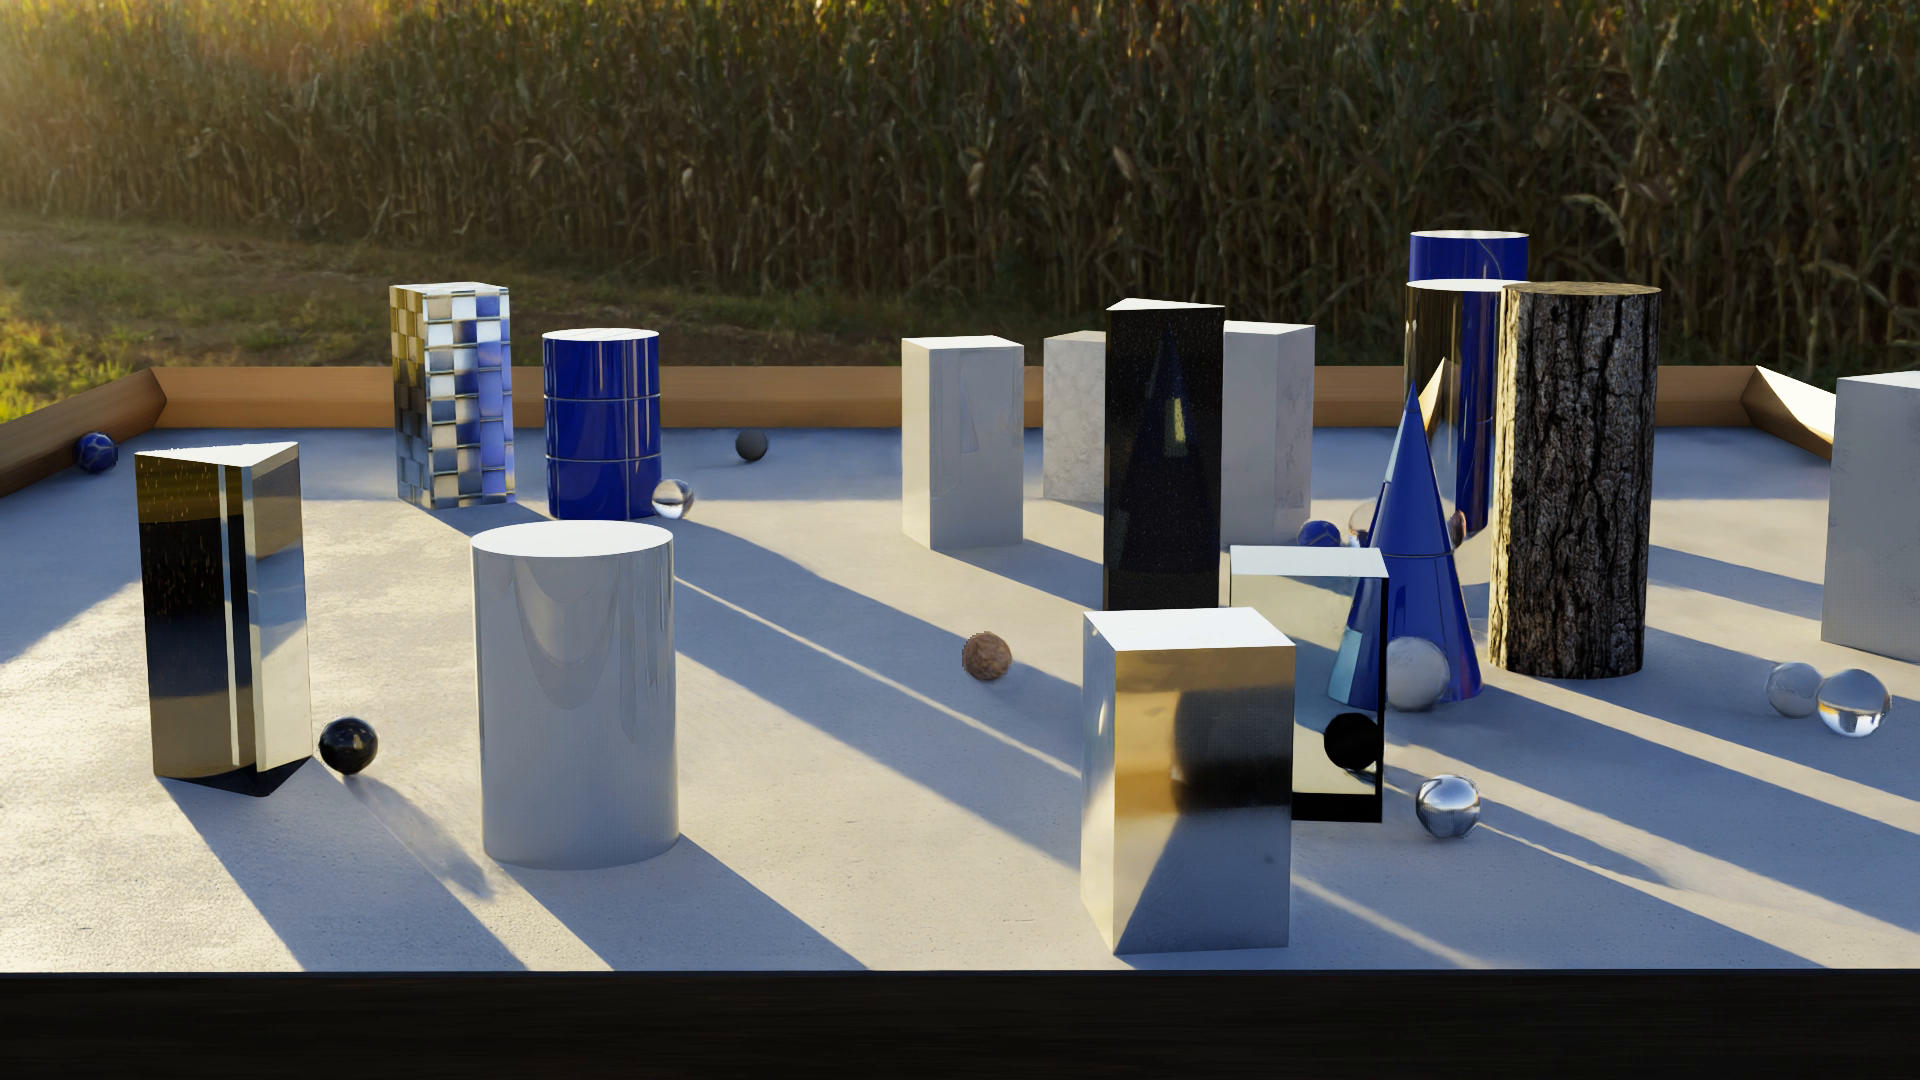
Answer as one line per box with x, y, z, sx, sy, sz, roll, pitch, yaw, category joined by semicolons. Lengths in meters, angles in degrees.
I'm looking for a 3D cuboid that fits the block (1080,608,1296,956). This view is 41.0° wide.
0.190;0.201;2.175;0.149;0.258;0.149;-1;11;-7;block

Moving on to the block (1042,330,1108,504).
0.241;-0.209;4.337;0.149;0.269;0.149;6;12;29;block

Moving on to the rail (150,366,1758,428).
-0.010;-0.284;5.138;3.230;0.121;0.045;0;11;0;rail

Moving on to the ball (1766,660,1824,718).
0.938;0.167;2.881;0.064;0.064;0.064;0;11;0;ball

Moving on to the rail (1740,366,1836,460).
1.591;0.029;3.459;0.045;0.121;3.482;0;11;0;rail

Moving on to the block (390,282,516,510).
-0.847;-0.243;4.280;0.149;0.357;0.149;-7;13;-32;block

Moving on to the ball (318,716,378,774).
-0.632;0.211;2.654;0.061;0.061;0.061;0;11;0;ball

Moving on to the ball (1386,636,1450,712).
0.511;0.151;2.904;0.086;0.086;0.086;0;11;0;ball

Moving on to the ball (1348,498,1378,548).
0.617;-0.015;3.777;0.093;0.093;0.093;0;11;0;ball

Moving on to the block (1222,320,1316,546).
0.446;-0.166;3.956;0.149;0.324;0.149;6;12;29;block

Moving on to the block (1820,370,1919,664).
1.197;-0.033;3.211;0.149;0.336;0.149;-7;12;-32;block

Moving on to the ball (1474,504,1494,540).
0.820;-0.028;3.946;0.056;0.056;0.056;0;11;0;ball

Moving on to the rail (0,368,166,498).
-1.591;0.033;3.441;0.045;0.121;3.482;0;11;0;rail

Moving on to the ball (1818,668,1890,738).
0.974;0.178;2.794;0.075;0.075;0.075;0;11;0;ball

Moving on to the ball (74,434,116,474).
-1.547;-0.155;4.588;0.072;0.072;0.072;0;11;0;ball

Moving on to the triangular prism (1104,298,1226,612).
0.246;-0.107;3.395;0.161;0.413;0.140;-3;11;-16;triangular prism

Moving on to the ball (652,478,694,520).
-0.461;-0.066;4.123;0.067;0.067;0.067;0;11;0;ball

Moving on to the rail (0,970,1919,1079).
0.010;0.347;1.762;3.230;0.121;0.045;0;11;0;rail

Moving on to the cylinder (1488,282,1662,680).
0.743;-0.076;3.110;0.186;0.458;0.186;0;11;0;cylinder

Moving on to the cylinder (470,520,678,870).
-0.359;0.141;2.403;0.186;0.291;0.186;0;11;0;cylinder

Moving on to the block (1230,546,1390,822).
0.341;0.140;2.542;0.149;0.243;0.149;1;11;5;block

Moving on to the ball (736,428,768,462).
-0.383;-0.175;4.724;0.060;0.060;0.060;0;11;0;ball

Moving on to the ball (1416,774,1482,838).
0.463;0.252;2.435;0.061;0.061;0.061;0;11;0;ball

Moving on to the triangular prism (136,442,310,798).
-0.728;0.074;2.641;0.161;0.336;0.140;7;13;32;triangular prism

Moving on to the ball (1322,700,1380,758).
0.413;0.200;2.714;0.061;0.061;0.061;0;11;0;ball

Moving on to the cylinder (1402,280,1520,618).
0.687;-0.126;3.447;0.186;0.433;0.186;0;11;0;cylinder

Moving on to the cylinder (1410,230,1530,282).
0.813;-0.265;4.136;0.186;0.453;0.186;0;11;0;cylinder

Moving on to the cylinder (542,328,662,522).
-0.580;-0.189;4.171;0.186;0.291;0.186;0;11;0;cylinder

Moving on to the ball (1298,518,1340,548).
0.530;0.000;3.781;0.062;0.062;0.062;0;11;0;ball

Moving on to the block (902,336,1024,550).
0.003;-0.152;3.938;0.149;0.304;0.149;-3;11;-17;block

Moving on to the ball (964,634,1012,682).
0.033;0.140;3.049;0.057;0.057;0.057;0;11;0;ball

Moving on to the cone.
0.525;-0.009;3.001;0.186;0.365;0.186;0;11;0;cone
